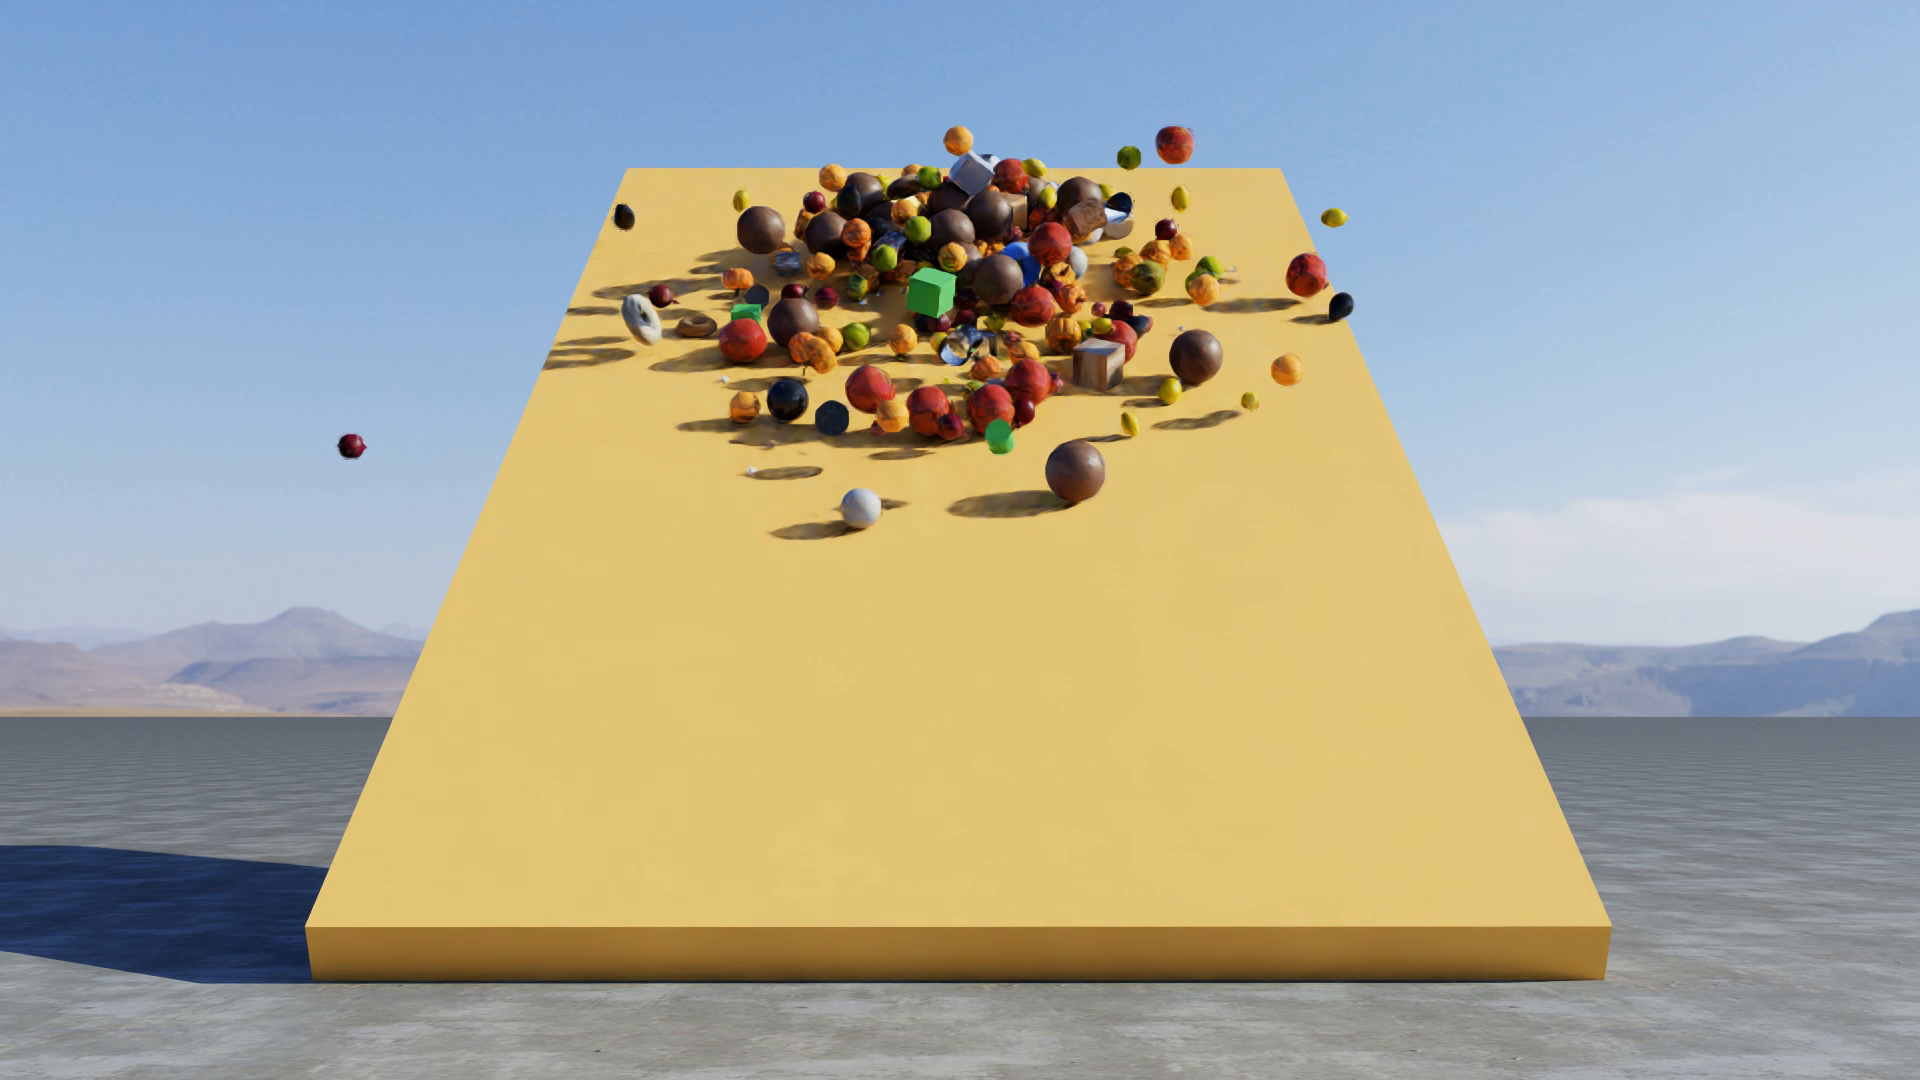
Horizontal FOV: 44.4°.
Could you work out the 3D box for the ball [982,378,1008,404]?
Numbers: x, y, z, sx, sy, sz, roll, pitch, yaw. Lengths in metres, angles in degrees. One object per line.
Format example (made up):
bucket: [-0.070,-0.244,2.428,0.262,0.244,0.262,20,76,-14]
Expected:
ball: [0.082,-0.349,5.487,0.059,0.059,0.059,0,-4,0]

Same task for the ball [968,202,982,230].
ball: [0.062,-0.903,6.554,0.078,0.078,0.078,0,-4,0]

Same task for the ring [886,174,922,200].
ring: [-0.151,-0.964,6.431,0.106,0.035,0.106,-21,-11,-4]

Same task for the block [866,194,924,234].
block: [-0.181,-0.921,6.569,0.097,0.097,0.097,-30,18,39]

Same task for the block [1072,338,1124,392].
block: [0.329,-0.417,5.593,0.091,0.091,0.091,14,29,27]

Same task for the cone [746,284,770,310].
cone: [-0.512,-0.623,6.089,0.067,0.067,0.067,-1,-2,16]

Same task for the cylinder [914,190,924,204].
cylinder: [-0.158,-0.984,6.771,0.073,0.073,0.073,-38,17,-30]

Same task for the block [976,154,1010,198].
block: [0.070,-1.043,6.746,0.092,0.092,0.092,3,-19,36]

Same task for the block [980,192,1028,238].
block: [0.120,-0.885,6.389,0.092,0.092,0.092,14,28,30]

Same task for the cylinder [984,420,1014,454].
cylinder: [0.084,-0.218,4.973,0.057,0.057,0.057,-1,-23,9]

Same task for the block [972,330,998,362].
block: [0.051,-0.475,5.754,0.056,0.056,0.056,-21,33,-36]

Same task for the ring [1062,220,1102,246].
ring: [0.341,-0.863,6.546,0.112,0.112,0.037,0,-32,-2]

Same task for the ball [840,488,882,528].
ball: [-0.206,-0.066,4.867,0.085,0.085,0.085,0,-4,0]

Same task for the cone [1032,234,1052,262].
cone: [0.225,-0.785,6.254,0.072,0.072,0.072,24,-2,1]

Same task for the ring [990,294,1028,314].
ring: [0.128,-0.611,6.064,0.098,0.033,0.098,0,25,0]

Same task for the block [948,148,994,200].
block: [0.031,-0.996,6.383,0.086,0.086,0.086,35,16,-17]

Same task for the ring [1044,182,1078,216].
ring: [0.292,-0.952,6.613,0.048,0.143,0.143,-45,-14,9]

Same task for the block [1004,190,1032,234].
block: [0.151,-0.927,6.639,0.092,0.092,0.092,-3,30,0]

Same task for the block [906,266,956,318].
block: [-0.071,-0.616,5.848,0.087,0.087,0.087,18,31,20]

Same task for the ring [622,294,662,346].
ring: [-0.778,-0.538,5.747,0.045,0.136,0.136,-24,-12,18]

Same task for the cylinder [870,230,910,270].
cylinder: [-0.184,-0.759,6.134,0.076,0.076,0.076,-5,37,47]

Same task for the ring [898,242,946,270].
ring: [-0.107,-0.770,6.380,0.139,0.046,0.139,0,24,0]

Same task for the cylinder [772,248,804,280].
cylinder: [-0.460,-0.737,6.282,0.063,0.063,0.063,-27,-10,10]

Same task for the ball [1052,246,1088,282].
ball: [0.291,-0.735,6.250,0.096,0.096,0.096,0,-4,0]

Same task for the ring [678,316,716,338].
ring: [-0.661,-0.537,5.906,0.098,0.033,0.098,1,26,-1]

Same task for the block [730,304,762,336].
block: [-0.538,-0.554,5.910,0.061,0.061,0.061,5,26,10]

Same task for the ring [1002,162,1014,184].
ring: [0.119,-1.057,6.794,0.078,0.078,0.026,-3,-22,37]

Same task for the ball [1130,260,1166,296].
ball: [0.493,-0.687,6.158,0.091,0.091,0.091,0,-4,0]

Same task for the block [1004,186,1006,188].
block: [0.097,-1.040,6.878,0.069,0.069,0.069,7,24,-44]

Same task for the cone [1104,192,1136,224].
cone: [0.453,-0.886,6.375,0.088,0.088,0.088,-3,-14,36]

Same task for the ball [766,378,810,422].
ball: [-0.394,-0.319,5.376,0.099,0.099,0.099,0,-4,0]

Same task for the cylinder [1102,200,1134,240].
cylinder: [0.438,-0.901,6.604,0.090,0.090,0.090,0,26,-5]

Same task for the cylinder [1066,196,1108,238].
cylinder: [0.333,-0.849,6.183,0.082,0.082,0.082,-29,-2,-6]

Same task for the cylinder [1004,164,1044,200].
cylinder: [0.187,-1.035,6.846,0.083,0.083,0.083,35,3,-2]

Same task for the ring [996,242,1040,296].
ring: [0.151,-0.706,6.139,0.145,0.145,0.048,4,6,-44]

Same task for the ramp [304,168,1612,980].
ramp: [-0.009,-0.229,5.421,2.000,0.100,4.000,0,26,0]

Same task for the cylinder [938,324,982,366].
cylinder: [0.002,-0.463,5.586,0.077,0.077,0.077,-3,28,34]
